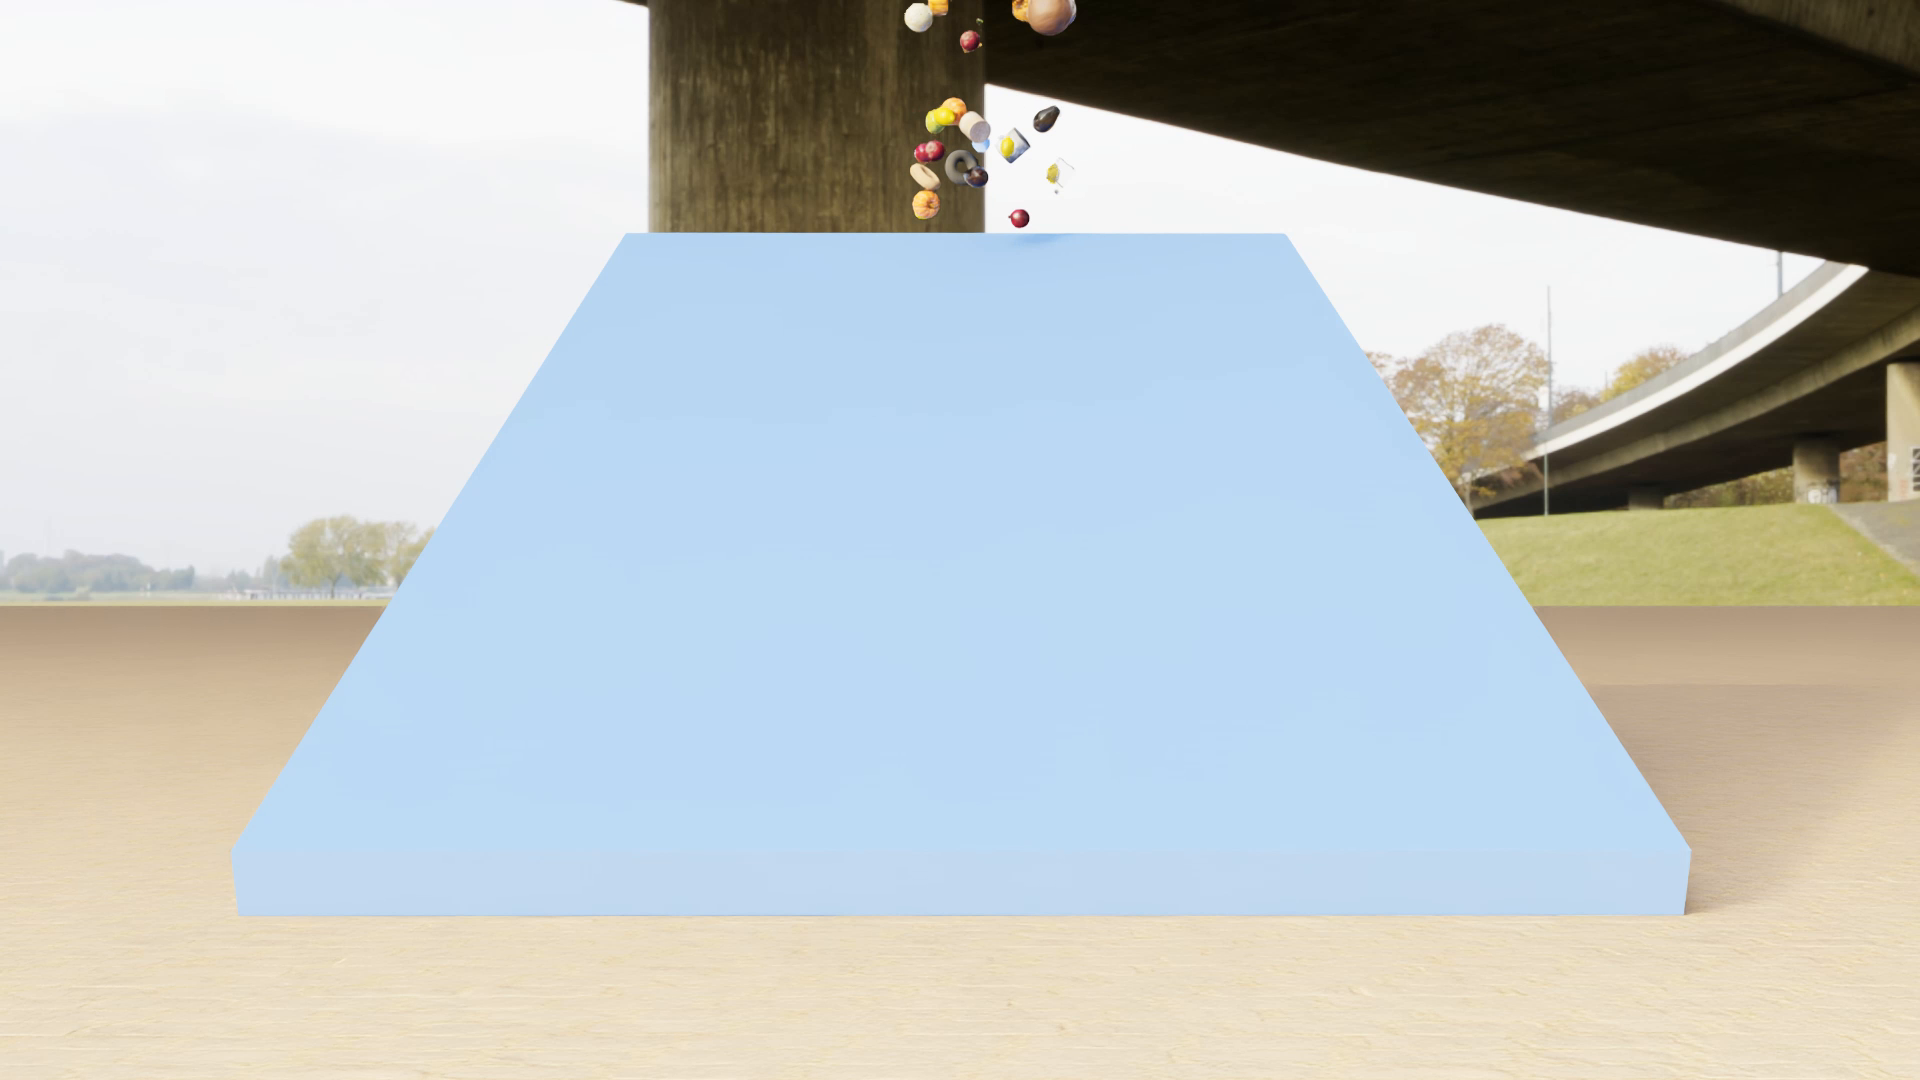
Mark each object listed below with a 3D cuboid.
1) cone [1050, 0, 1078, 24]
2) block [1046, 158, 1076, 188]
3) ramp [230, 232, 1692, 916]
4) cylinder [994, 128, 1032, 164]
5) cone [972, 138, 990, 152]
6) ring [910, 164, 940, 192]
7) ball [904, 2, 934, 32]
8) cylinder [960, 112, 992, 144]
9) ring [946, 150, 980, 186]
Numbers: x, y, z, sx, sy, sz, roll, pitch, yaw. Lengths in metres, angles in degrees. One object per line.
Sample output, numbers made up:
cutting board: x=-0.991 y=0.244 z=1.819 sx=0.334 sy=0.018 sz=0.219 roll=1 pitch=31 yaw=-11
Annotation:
cone: x=0.286 y=-1.567 z=6.719 sx=0.092 sy=0.092 sz=0.092 roll=-1 pitch=20 yaw=31
block: x=0.298 y=-1.082 z=6.669 sx=0.060 sy=0.060 sz=0.060 roll=38 pitch=4 yaw=-2
ramp: x=-0.005 y=-0.205 z=4.998 sx=2.000 sy=0.100 sz=4.000 roll=0 pitch=20 yaw=0
cylinder: x=0.157 y=-1.173 z=6.735 sx=0.077 sy=0.077 sz=0.077 roll=-39 pitch=-16 yaw=18
cone: x=0.069 y=-1.159 z=6.609 sx=0.054 sy=0.054 sz=0.054 roll=0 pitch=9 yaw=15
ring: x=-0.097 y=-1.017 z=6.353 sx=0.033 sy=0.098 sz=0.098 roll=-49 pitch=-24 yaw=21
ball: x=-0.116 y=-1.475 z=6.391 sx=0.081 sy=0.081 sz=0.081 roll=0 pitch=-2 yaw=0
cylinder: x=0.043 y=-1.157 z=6.351 sx=0.068 sy=0.068 sz=0.068 roll=1 pitch=30 yaw=-29
ring: x=0.007 y=-1.112 z=6.755 sx=0.108 sy=0.108 sz=0.036 roll=1 pitch=-4 yaw=-19
